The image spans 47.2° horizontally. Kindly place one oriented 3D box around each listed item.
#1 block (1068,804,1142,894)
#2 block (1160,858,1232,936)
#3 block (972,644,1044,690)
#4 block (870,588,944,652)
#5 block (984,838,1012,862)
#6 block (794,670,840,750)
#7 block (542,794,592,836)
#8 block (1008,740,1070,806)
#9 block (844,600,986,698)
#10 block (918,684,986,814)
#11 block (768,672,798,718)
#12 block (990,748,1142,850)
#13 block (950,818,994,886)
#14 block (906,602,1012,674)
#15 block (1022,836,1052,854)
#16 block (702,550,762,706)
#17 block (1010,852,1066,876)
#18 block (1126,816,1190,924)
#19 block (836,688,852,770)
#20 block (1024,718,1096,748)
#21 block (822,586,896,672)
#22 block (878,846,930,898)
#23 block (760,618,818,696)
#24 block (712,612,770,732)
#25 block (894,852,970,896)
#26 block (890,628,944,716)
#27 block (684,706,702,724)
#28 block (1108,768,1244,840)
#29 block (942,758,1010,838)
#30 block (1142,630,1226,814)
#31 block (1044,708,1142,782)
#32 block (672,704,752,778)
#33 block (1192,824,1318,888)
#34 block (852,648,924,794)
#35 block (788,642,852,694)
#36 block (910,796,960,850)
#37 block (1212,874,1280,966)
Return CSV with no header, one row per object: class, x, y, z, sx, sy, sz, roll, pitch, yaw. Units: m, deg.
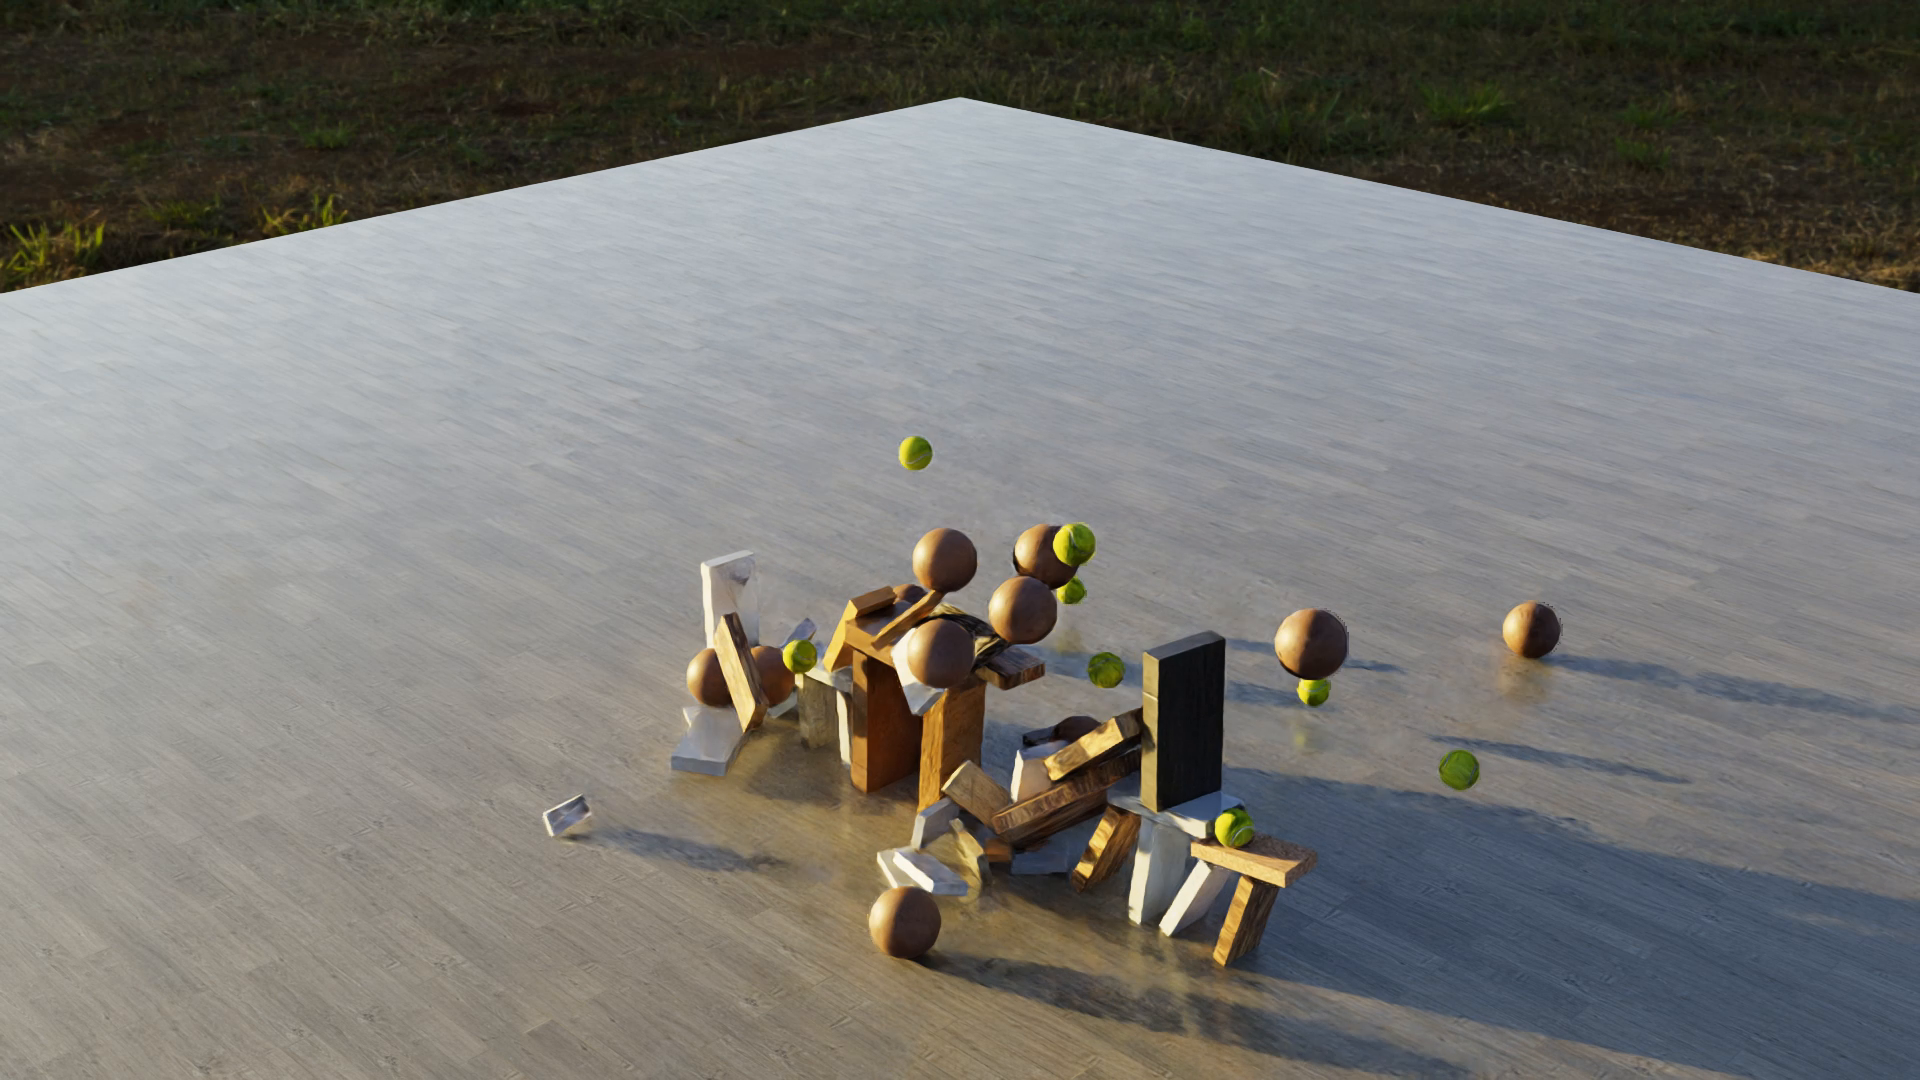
block,0.290,0.565,4.149,0.113,0.227,0.032,-22,56,-41
block,0.442,0.635,4.016,0.100,0.201,0.028,-21,57,-40
block,0.058,0.227,4.251,0.102,0.029,0.203,-17,30,-36
block,-0.102,0.155,4.282,0.154,0.022,0.077,-38,6,25
block,0.075,0.604,4.283,0.054,0.015,0.107,0,9,4
block,-0.302,0.350,4.696,0.091,0.183,0.026,-23,29,-38
block,-0.785,0.549,4.391,0.094,0.047,0.013,-26,11,-39
block,0.153,0.472,4.261,0.102,0.203,0.029,-11,47,-18
block,-0.067,0.213,4.373,0.160,0.045,0.320,-19,30,-38
block,-0.015,0.404,4.394,0.045,0.320,0.160,18,28,27
block,-0.293,0.281,4.846,0.308,0.029,0.103,-33,19,6
block,0.282,0.473,4.211,0.440,0.152,0.043,-25,66,7
block,0.021,0.602,4.246,0.020,0.072,0.143,-22,28,-13
block,-0.005,0.187,4.246,0.102,0.029,0.203,-34,34,-25
block,0.131,0.581,4.345,0.054,0.015,0.107,-33,32,-11
block,-0.503,0.196,4.860,0.117,0.340,0.033,-18,28,-34
block,0.152,0.625,4.255,0.107,0.015,0.054,-4,23,5
block,0.372,0.592,4.073,0.113,0.227,0.032,-21,38,-41
block,-0.212,0.382,4.624,0.026,0.183,0.091,15,27,40
block,0.222,0.425,4.732,0.154,0.022,0.077,-13,26,-27
block,-0.208,0.184,4.533,0.103,0.206,0.029,-20,60,-37
block,-0.103,0.638,4.230,0.072,0.020,0.143,-8,24,-18
block,-0.388,0.271,4.773,0.033,0.233,0.117,39,52,3
block,-0.424,0.255,4.255,0.029,0.103,0.206,-10,61,-26
block,-0.055,0.629,4.145,0.078,0.022,0.156,10,9,-31
block,-0.082,0.253,4.217,0.022,0.077,0.154,15,42,-41
block,-0.568,0.394,4.800,0.047,0.013,0.094,-9,32,-19
block,0.392,0.476,4.006,0.227,0.032,0.113,16,27,41
block,0.047,0.508,4.325,0.078,0.156,0.022,-51,15,-10
block,0.398,0.325,3.929,0.152,0.303,0.043,-15,26,-31
block,0.287,0.366,4.068,0.152,0.043,0.303,-17,-12,-28
block,-0.521,0.424,4.672,0.117,0.033,0.233,7,25,8
block,0.522,0.556,3.903,0.201,0.028,0.100,14,26,41
block,-0.146,0.350,4.524,0.160,0.320,0.045,-20,32,-39
block,-0.263,0.268,4.620,0.183,0.026,0.091,19,32,38
block,-0.046,0.554,4.338,0.020,0.072,0.143,21,22,25
block,0.519,0.664,3.938,0.100,0.201,0.028,-21,47,-41
